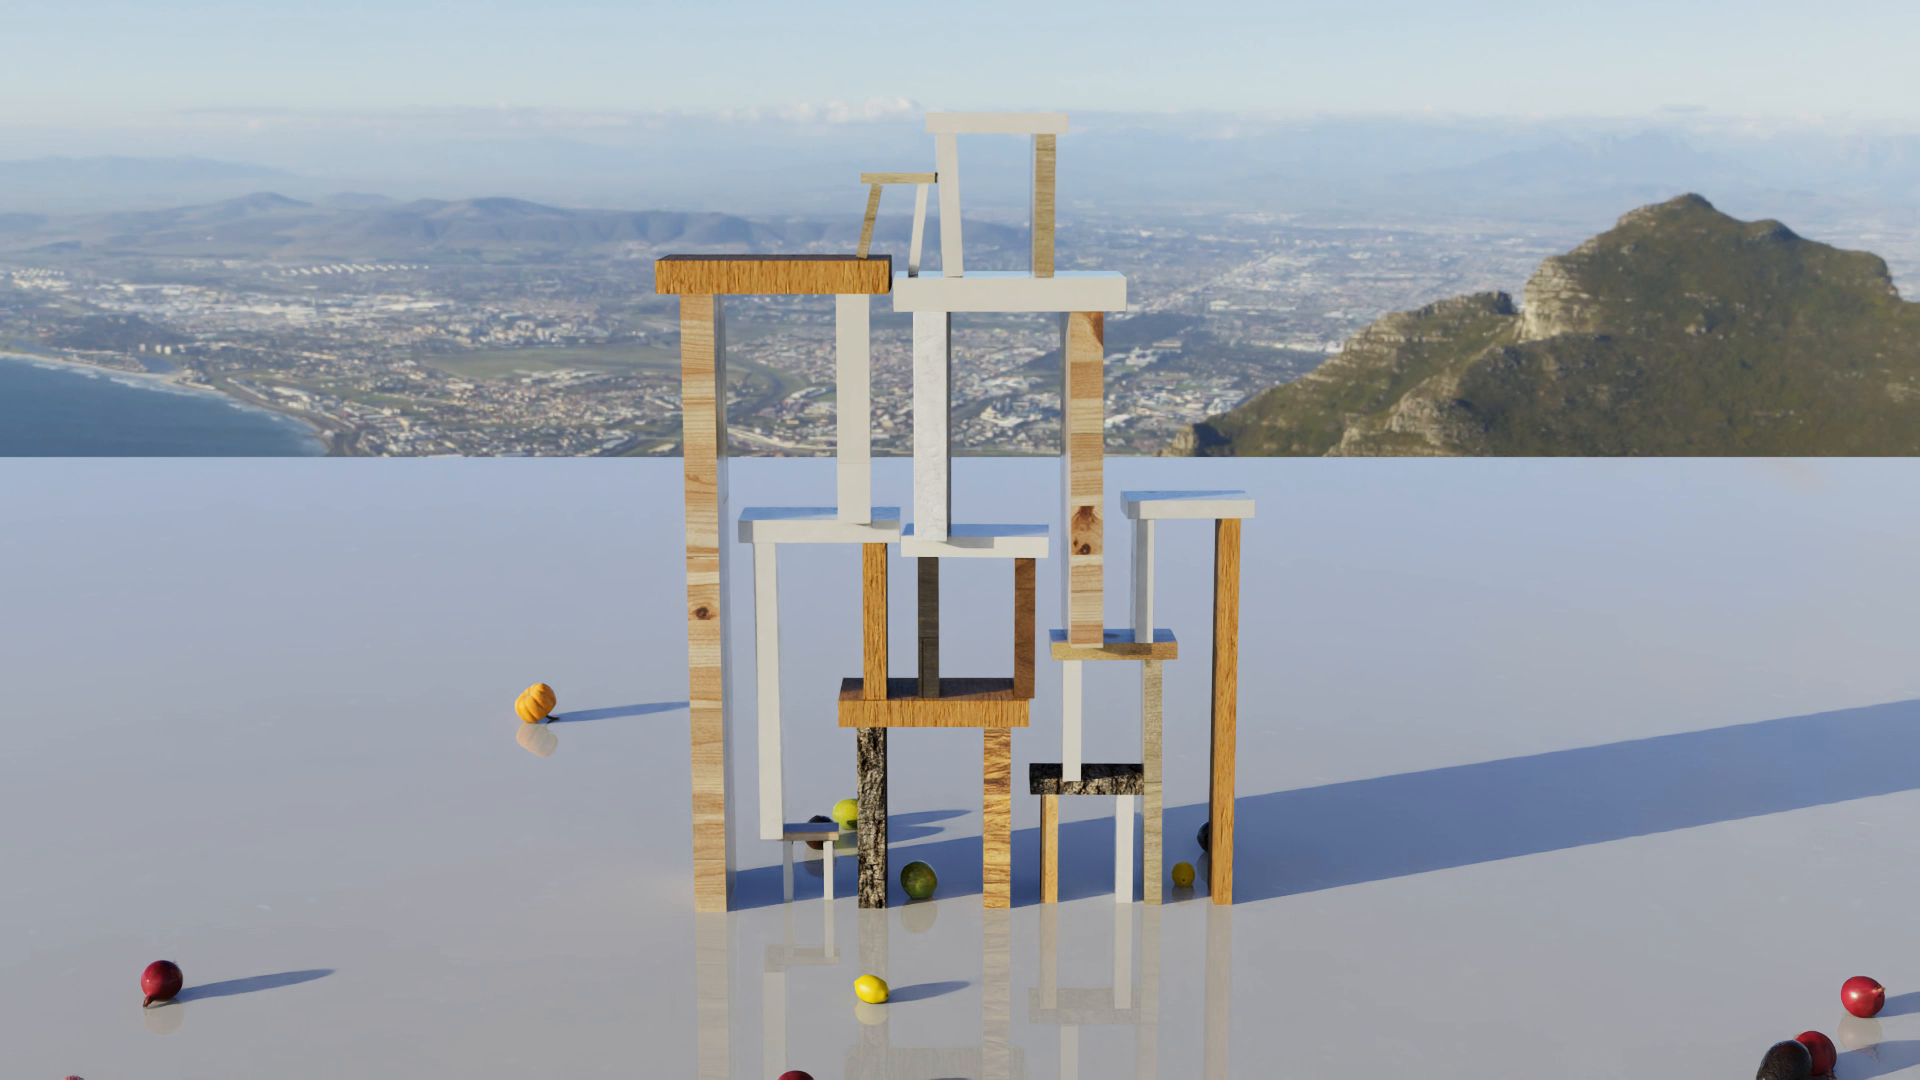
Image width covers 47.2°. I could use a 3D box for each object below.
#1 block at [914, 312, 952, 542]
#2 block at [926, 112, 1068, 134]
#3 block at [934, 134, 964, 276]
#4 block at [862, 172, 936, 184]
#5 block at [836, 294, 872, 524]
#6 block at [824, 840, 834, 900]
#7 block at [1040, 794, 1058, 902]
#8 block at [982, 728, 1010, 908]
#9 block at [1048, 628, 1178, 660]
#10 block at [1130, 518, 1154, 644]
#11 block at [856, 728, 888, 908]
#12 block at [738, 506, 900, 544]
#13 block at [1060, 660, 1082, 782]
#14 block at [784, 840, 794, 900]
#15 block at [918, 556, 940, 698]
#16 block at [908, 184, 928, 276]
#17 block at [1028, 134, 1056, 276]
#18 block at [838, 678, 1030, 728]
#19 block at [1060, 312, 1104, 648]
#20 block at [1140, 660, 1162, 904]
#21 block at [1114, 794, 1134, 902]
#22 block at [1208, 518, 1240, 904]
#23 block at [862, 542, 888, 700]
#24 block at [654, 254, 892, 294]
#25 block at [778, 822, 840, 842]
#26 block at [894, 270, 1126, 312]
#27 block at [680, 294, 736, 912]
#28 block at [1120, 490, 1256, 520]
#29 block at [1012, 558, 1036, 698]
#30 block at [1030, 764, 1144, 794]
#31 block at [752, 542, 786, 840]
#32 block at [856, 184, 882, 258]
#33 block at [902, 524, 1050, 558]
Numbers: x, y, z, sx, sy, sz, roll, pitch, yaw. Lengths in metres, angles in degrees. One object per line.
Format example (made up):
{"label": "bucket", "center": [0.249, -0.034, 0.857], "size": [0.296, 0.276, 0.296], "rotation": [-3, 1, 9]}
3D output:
{"label": "block", "center": [-0.043, -0.191, 3.511], "size": [0.051, 0.359, 0.180], "rotation": [0, 11, 2]}
{"label": "block", "center": [0.057, -0.651, 3.435], "size": [0.219, 0.031, 0.109], "rotation": [0, 11, -1]}
{"label": "block", "center": [-0.018, -0.528, 3.456], "size": [0.031, 0.219, 0.109], "rotation": [-3, 11, -2]}
{"label": "block", "center": [-0.095, -0.569, 3.454], "size": [0.115, 0.016, 0.058], "rotation": [0, 11, 2]}
{"label": "block", "center": [-0.169, -0.220, 3.520], "size": [0.051, 0.360, 0.180], "rotation": [0, 11, -1]}
{"label": "block", "center": [-0.218, 0.541, 3.657], "size": [0.014, 0.101, 0.050], "rotation": [0, 11, 0]}
{"label": "block", "center": [0.148, 0.498, 3.655], "size": [0.026, 0.185, 0.093], "rotation": [0, 11, 1]}
{"label": "block", "center": [0.060, 0.438, 3.646], "size": [0.043, 0.307, 0.153], "rotation": [0, 11, 0]}
{"label": "block", "center": [0.248, 0.170, 3.587], "size": [0.202, 0.029, 0.101], "rotation": [0, 11, -1]}
{"label": "block", "center": [0.295, 0.056, 3.564], "size": [0.029, 0.203, 0.102], "rotation": [0, 11, 0]}
{"label": "block", "center": [-0.145, 0.438, 3.646], "size": [0.043, 0.307, 0.153], "rotation": [0, 11, 0]}
{"label": "block", "center": [-0.225, -0.025, 3.557], "size": [0.256, 0.036, 0.128], "rotation": [0, 11, -1]}
{"label": "block", "center": [0.182, 0.284, 3.607], "size": [0.029, 0.202, 0.101], "rotation": [0, 11, 0]}
{"label": "block", "center": [-0.285, 0.541, 3.657], "size": [0.014, 0.101, 0.050], "rotation": [0, 11, -1]}
{"label": "block", "center": [-0.051, 0.130, 3.588], "size": [0.033, 0.234, 0.117], "rotation": [0, 11, 0]}
{"label": "block", "center": [-0.066, -0.490, 3.464], "size": [0.016, 0.142, 0.058], "rotation": [6, 10, -2]}
{"label": "block", "center": [0.129, -0.527, 3.457], "size": [0.031, 0.219, 0.109], "rotation": [0, 11, -3]}
{"label": "block", "center": [-0.042, 0.266, 3.613], "size": [0.307, 0.043, 0.153], "rotation": [0, 11, 0]}
{"label": "block", "center": [0.195, -0.107, 3.536], "size": [0.051, 0.535, 0.180], "rotation": [-1, 11, -3]}
{"label": "block", "center": [0.315, 0.387, 3.629], "size": [0.029, 0.413, 0.101], "rotation": [-1, 11, 1]}
{"label": "block", "center": [0.272, 0.498, 3.655], "size": [0.026, 0.185, 0.093], "rotation": [0, 11, 1]}
{"label": "block", "center": [0.432, 0.273, 3.606], "size": [0.029, 0.645, 0.102], "rotation": [0, 11, 0]}
{"label": "block", "center": [-0.137, 0.119, 3.584], "size": [0.036, 0.257, 0.128], "rotation": [0, 11, 0]}
{"label": "block", "center": [-0.290, -0.422, 3.482], "size": [0.360, 0.051, 0.180], "rotation": [0, 11, 0]}
{"label": "block", "center": [-0.252, 0.484, 3.647], "size": [0.101, 0.014, 0.050], "rotation": [-1, 11, -2]}
{"label": "block", "center": [0.077, -0.394, 3.479], "size": [0.359, 0.051, 0.180], "rotation": [0, 11, 0]}
{"label": "block", "center": [-0.407, 0.097, 3.578], "size": [0.051, 1.003, 0.180], "rotation": [0, 11, 0]}
{"label": "block", "center": [0.365, -0.057, 3.541], "size": [0.203, 0.029, 0.102], "rotation": [0, 11, -3]}
{"label": "block", "center": [0.104, 0.130, 3.585], "size": [0.033, 0.234, 0.117], "rotation": [0, 11, 0]}
{"label": "block", "center": [0.208, 0.395, 3.634], "size": [0.185, 0.026, 0.093], "rotation": [0, 11, 1]}
{"label": "block", "center": [-0.311, 0.235, 3.606], "size": [0.036, 0.492, 0.128], "rotation": [-1, 11, -2]}
{"label": "block", "center": [-0.142, -0.503, 3.465], "size": [0.016, 0.115, 0.058], "rotation": [12, 10, -3]}
{"label": "block", "center": [0.026, 0.000, 3.552], "size": [0.234, 0.033, 0.117], "rotation": [1, 11, 3]}
